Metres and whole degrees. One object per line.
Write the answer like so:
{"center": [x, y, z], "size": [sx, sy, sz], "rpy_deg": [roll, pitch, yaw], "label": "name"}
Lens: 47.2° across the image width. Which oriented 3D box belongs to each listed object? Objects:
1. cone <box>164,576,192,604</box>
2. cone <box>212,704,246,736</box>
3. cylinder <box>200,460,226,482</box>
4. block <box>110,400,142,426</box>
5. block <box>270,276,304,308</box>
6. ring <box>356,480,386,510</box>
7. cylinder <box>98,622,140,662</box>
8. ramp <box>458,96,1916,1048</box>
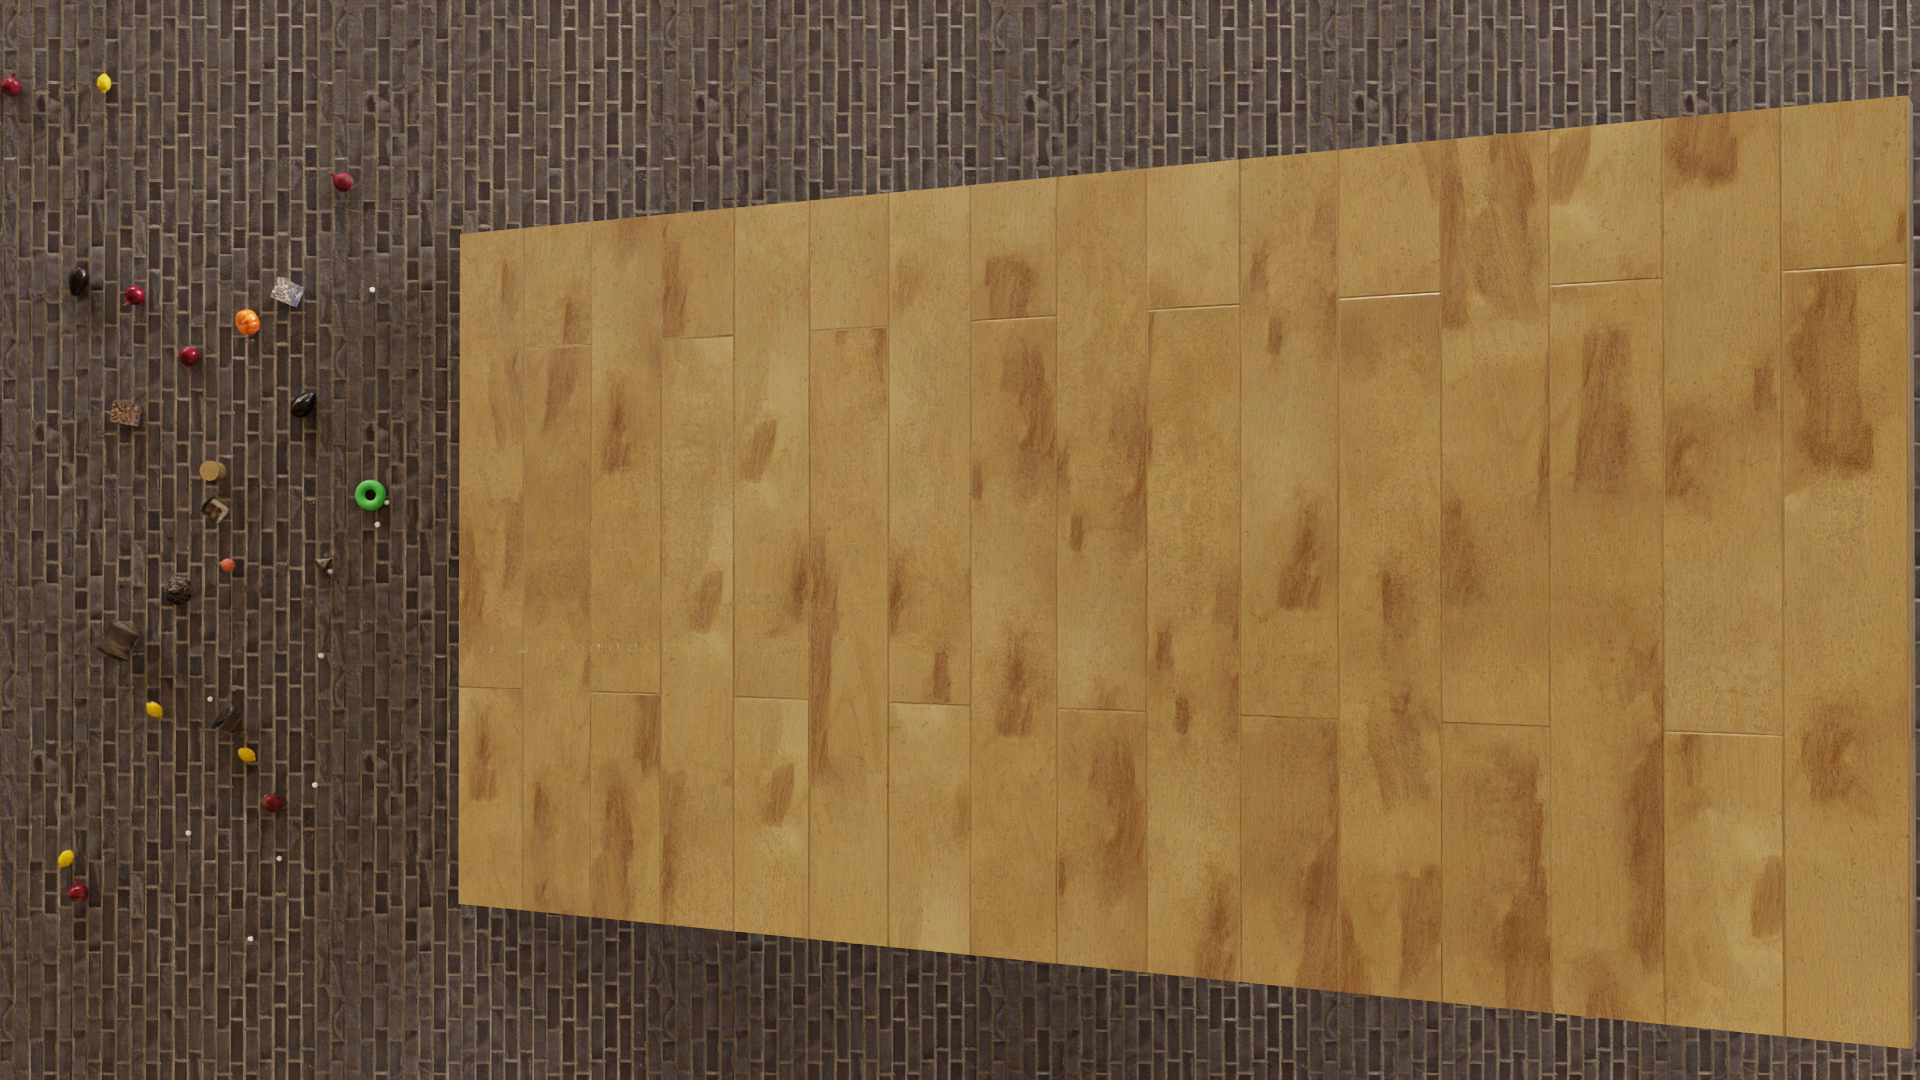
{"center": [-2.365, 0.153, 6.614], "size": [0.086, 0.086, 0.086], "rpy_deg": [0, 89, 0], "label": "cone"}
{"center": [-2.184, 0.562, 6.631], "size": [0.096, 0.096, 0.096], "rpy_deg": [-41, 116, 0], "label": "cone"}
{"center": [-2.252, -0.208, 6.630], "size": [0.060, 0.060, 0.060], "rpy_deg": [0, 89, 0], "label": "cylinder"}
{"center": [-2.515, -0.381, 6.630], "size": [0.064, 0.064, 0.064], "rpy_deg": [11, 89, 0], "label": "block"}
{"center": [-2.028, -0.747, 6.633], "size": [0.065, 0.065, 0.065], "rpy_deg": [23, 89, 0], "label": "block"}
{"center": [-1.781, -0.135, 6.644], "size": [0.094, 0.031, 0.094], "rpy_deg": [0, 91, 0], "label": "ring"}
{"center": [-2.527, 0.305, 6.609], "size": [0.091, 0.091, 0.091], "rpy_deg": [26, 89, 0], "label": "cylinder"}
{"center": [0.272, 0.076, 5.635], "size": [4.000, 0.100, 2.000], "rpy_deg": [0, 89, 29], "label": "ramp"}
